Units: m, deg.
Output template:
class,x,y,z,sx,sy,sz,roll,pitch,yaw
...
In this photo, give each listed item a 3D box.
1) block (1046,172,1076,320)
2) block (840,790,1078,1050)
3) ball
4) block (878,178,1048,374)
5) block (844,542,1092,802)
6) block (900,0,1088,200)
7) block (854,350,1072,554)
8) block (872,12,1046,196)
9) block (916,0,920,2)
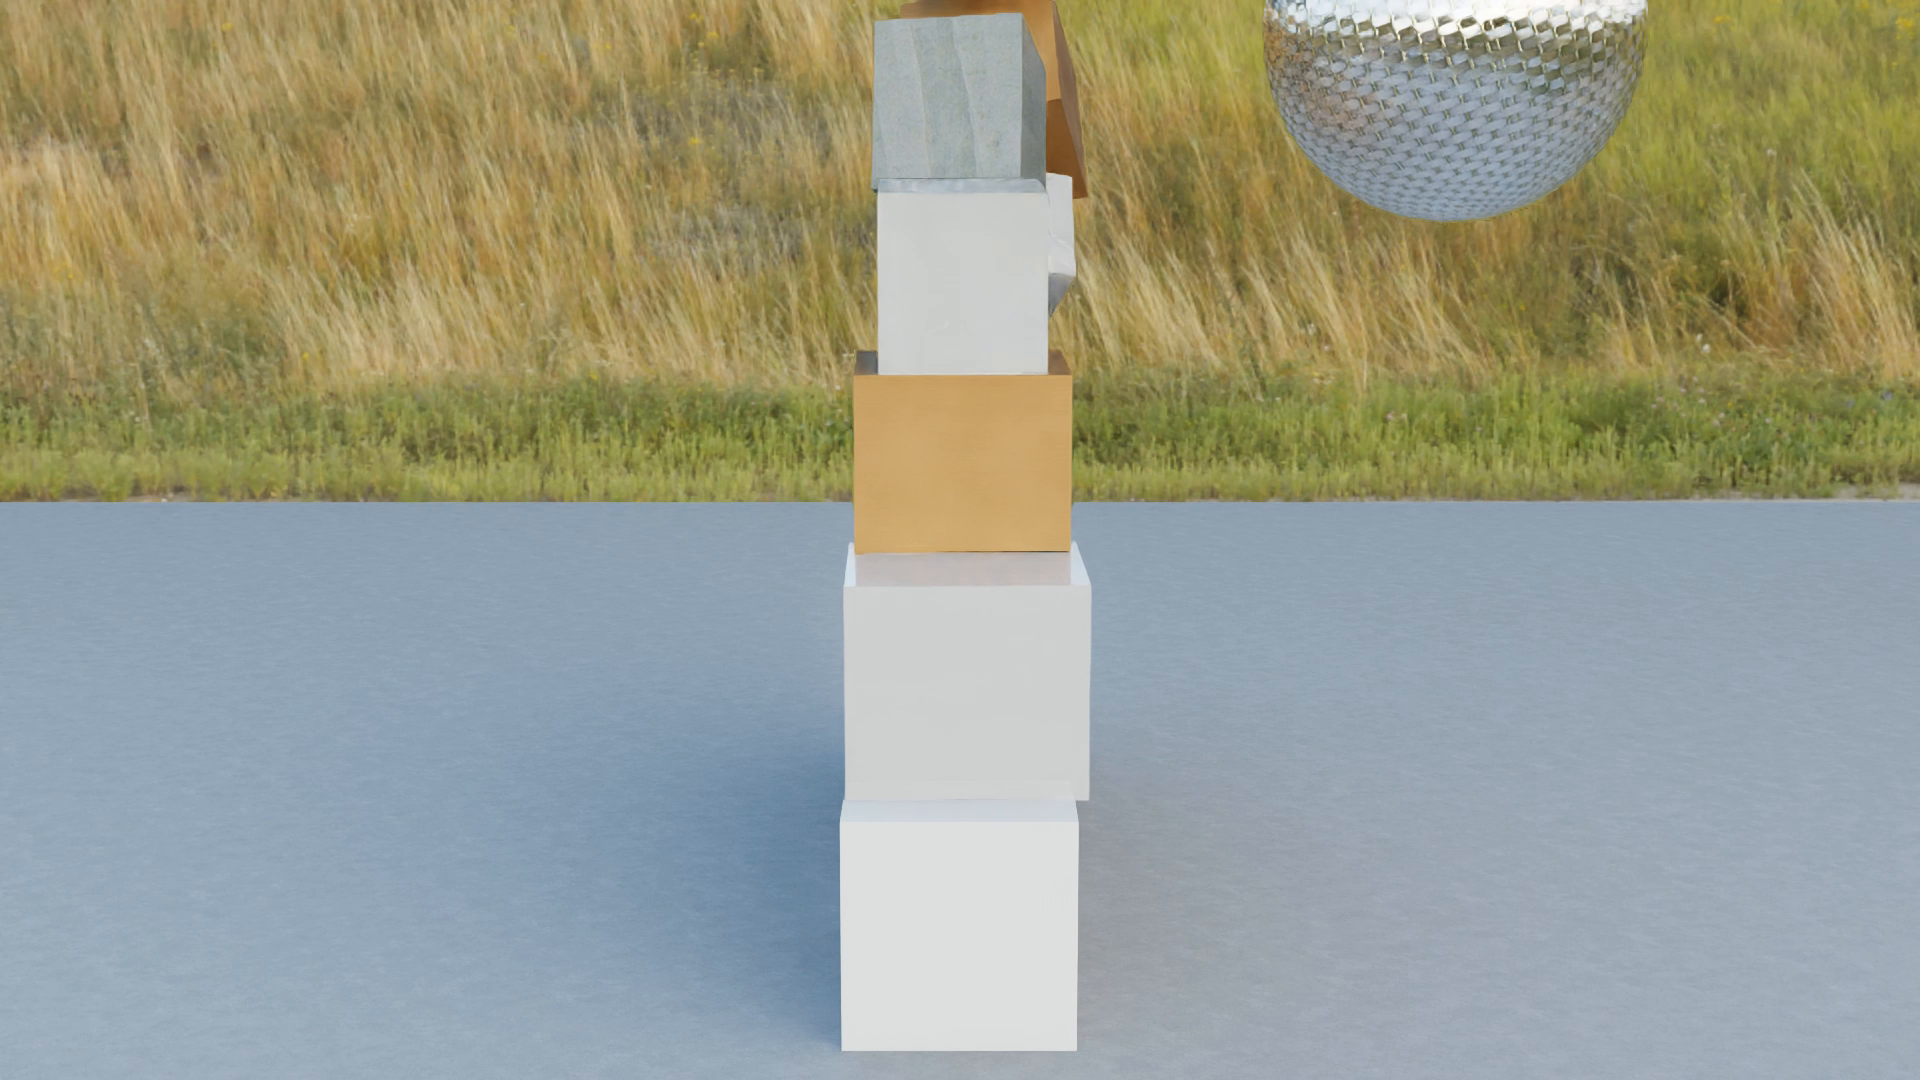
class,x,y,z,sx,sy,sz,roll,pitch,yaw
block,0.126,-1.319,11.652,0.630,0.537,0.570,7,-29,-15
block,-0.003,1.366,9.637,0.855,0.864,0.767,0,10,0
ball,2.074,-2.144,10.791,1.600,1.600,1.600,0,10,0
block,0.000,-1.044,10.072,0.647,0.688,0.697,0,12,-2
block,0.019,0.485,9.802,0.897,0.808,0.876,0,10,-1
block,0.157,-2.025,11.841,0.702,0.749,0.692,-9,-33,9
block,0.004,-0.364,10.214,0.835,0.695,0.746,0,12,-1
block,0.007,-1.758,10.956,0.624,0.732,0.689,-1,-11,10
block,0.074,-2.433,12.596,0.545,0.569,0.607,-3,-21,1
